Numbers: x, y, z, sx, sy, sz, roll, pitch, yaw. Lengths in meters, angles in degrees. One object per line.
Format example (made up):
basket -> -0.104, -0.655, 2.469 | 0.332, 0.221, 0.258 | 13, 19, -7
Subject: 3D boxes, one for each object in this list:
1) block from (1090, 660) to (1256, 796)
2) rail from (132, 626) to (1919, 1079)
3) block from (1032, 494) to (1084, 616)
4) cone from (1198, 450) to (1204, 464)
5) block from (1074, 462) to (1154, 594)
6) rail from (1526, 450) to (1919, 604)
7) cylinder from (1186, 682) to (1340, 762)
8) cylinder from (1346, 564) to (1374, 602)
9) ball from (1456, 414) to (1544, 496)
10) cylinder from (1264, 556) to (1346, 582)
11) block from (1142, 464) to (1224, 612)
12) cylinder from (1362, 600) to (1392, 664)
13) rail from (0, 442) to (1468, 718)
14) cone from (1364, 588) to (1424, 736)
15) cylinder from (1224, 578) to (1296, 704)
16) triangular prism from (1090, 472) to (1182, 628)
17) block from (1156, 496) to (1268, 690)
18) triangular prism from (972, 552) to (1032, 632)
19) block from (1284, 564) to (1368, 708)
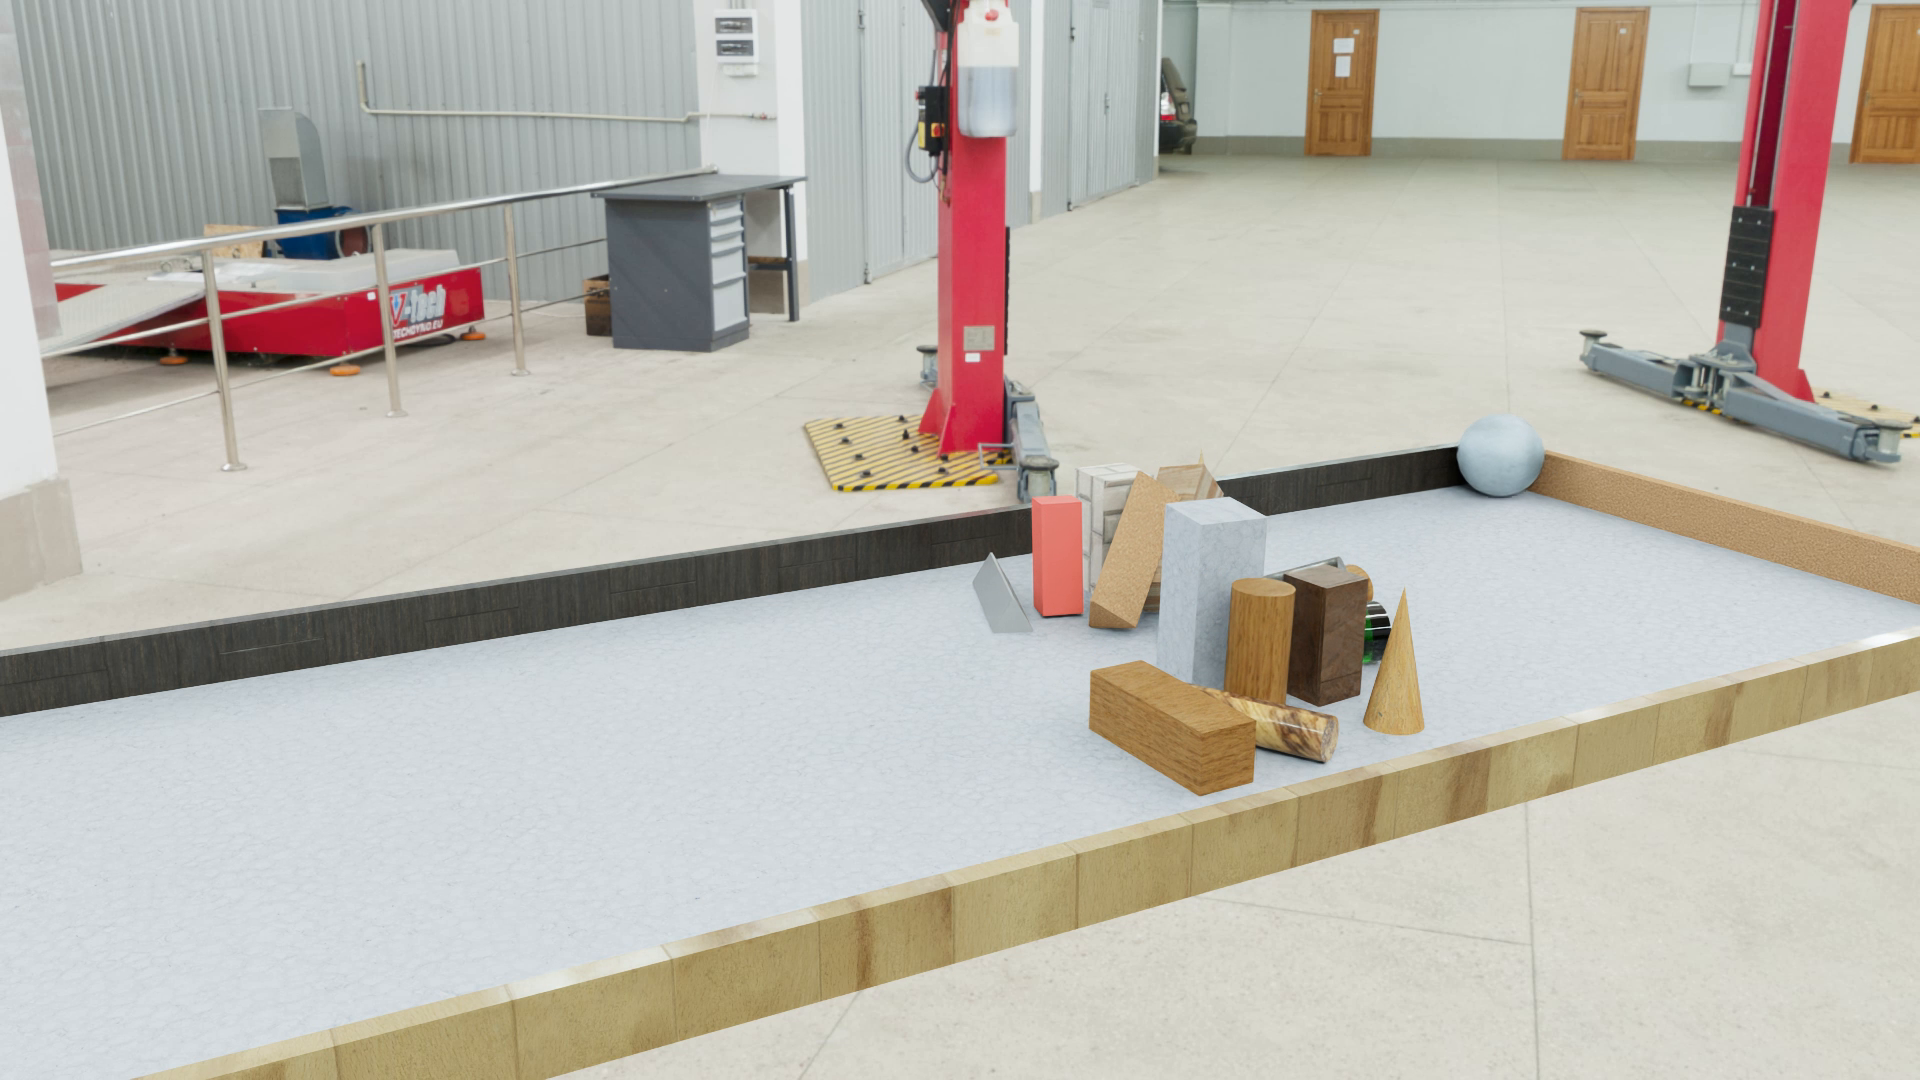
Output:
block -> 0.468, 0.413, 3.691 | 0.145, 0.145, 0.422 | -9, 19, -28
rail -> -2.336, 1.006, 1.665 | 12.000, 0.150, 0.050 | -9, 18, -27
block -> 0.274, 0.042, 4.632 | 0.116, 0.316, 0.116 | -4, 12, -10
cone -> 0.706, -0.073, 4.832 | 0.156, 0.459, 0.156 | 4, -28, 2
block -> 0.447, -0.030, 4.836 | 0.168, 0.351, 0.168 | -8, 18, -25
rail -> 2.466, -0.048, 5.253 | 0.050, 0.150, 2.100 | -9, 18, -27
cylinder -> 0.667, 0.413, 3.764 | 0.374, 0.105, 0.105 | 11, 20, 32
cylinder -> 0.970, 0.168, 4.537 | 0.357, 0.139, 0.139 | -13, 21, -37
ball -> 1.920, -0.302, 5.860 | 0.295, 0.295, 0.295 | 0, 16, 0
cylinder -> 0.799, 0.157, 4.344 | 0.441, 0.119, 0.119 | -16, 10, 23
block -> 0.609, -0.007, 4.678 | 0.142, 0.142, 0.407 | -3, 53, 36
cylinder -> 0.923, 0.248, 4.232 | 0.322, 0.158, 0.158 | -4, 17, -15
rail -> -3.305, 0.497, 3.399 | 12.000, 0.150, 0.050 | -9, 18, -27
cone -> 1.021, 0.268, 3.836 | 0.141, 0.341, 0.141 | 0, 16, 0
cylinder -> 0.698, 0.266, 3.861 | 0.146, 0.327, 0.146 | 2, 16, 0
triangular prism -> 0.459, 0.022, 4.552 | 0.148, 0.129, 0.438 | -1, 54, 37
block -> 0.612, 0.146, 4.032 | 0.178, 0.458, 0.178 | -6, 20, -20
triangular prism -> 0.118, 0.144, 4.688 | 0.110, 0.095, 0.438 | -2, 16, -7
block -> 0.885, 0.231, 4.033 | 0.143, 0.301, 0.143 | -11, 20, -32
